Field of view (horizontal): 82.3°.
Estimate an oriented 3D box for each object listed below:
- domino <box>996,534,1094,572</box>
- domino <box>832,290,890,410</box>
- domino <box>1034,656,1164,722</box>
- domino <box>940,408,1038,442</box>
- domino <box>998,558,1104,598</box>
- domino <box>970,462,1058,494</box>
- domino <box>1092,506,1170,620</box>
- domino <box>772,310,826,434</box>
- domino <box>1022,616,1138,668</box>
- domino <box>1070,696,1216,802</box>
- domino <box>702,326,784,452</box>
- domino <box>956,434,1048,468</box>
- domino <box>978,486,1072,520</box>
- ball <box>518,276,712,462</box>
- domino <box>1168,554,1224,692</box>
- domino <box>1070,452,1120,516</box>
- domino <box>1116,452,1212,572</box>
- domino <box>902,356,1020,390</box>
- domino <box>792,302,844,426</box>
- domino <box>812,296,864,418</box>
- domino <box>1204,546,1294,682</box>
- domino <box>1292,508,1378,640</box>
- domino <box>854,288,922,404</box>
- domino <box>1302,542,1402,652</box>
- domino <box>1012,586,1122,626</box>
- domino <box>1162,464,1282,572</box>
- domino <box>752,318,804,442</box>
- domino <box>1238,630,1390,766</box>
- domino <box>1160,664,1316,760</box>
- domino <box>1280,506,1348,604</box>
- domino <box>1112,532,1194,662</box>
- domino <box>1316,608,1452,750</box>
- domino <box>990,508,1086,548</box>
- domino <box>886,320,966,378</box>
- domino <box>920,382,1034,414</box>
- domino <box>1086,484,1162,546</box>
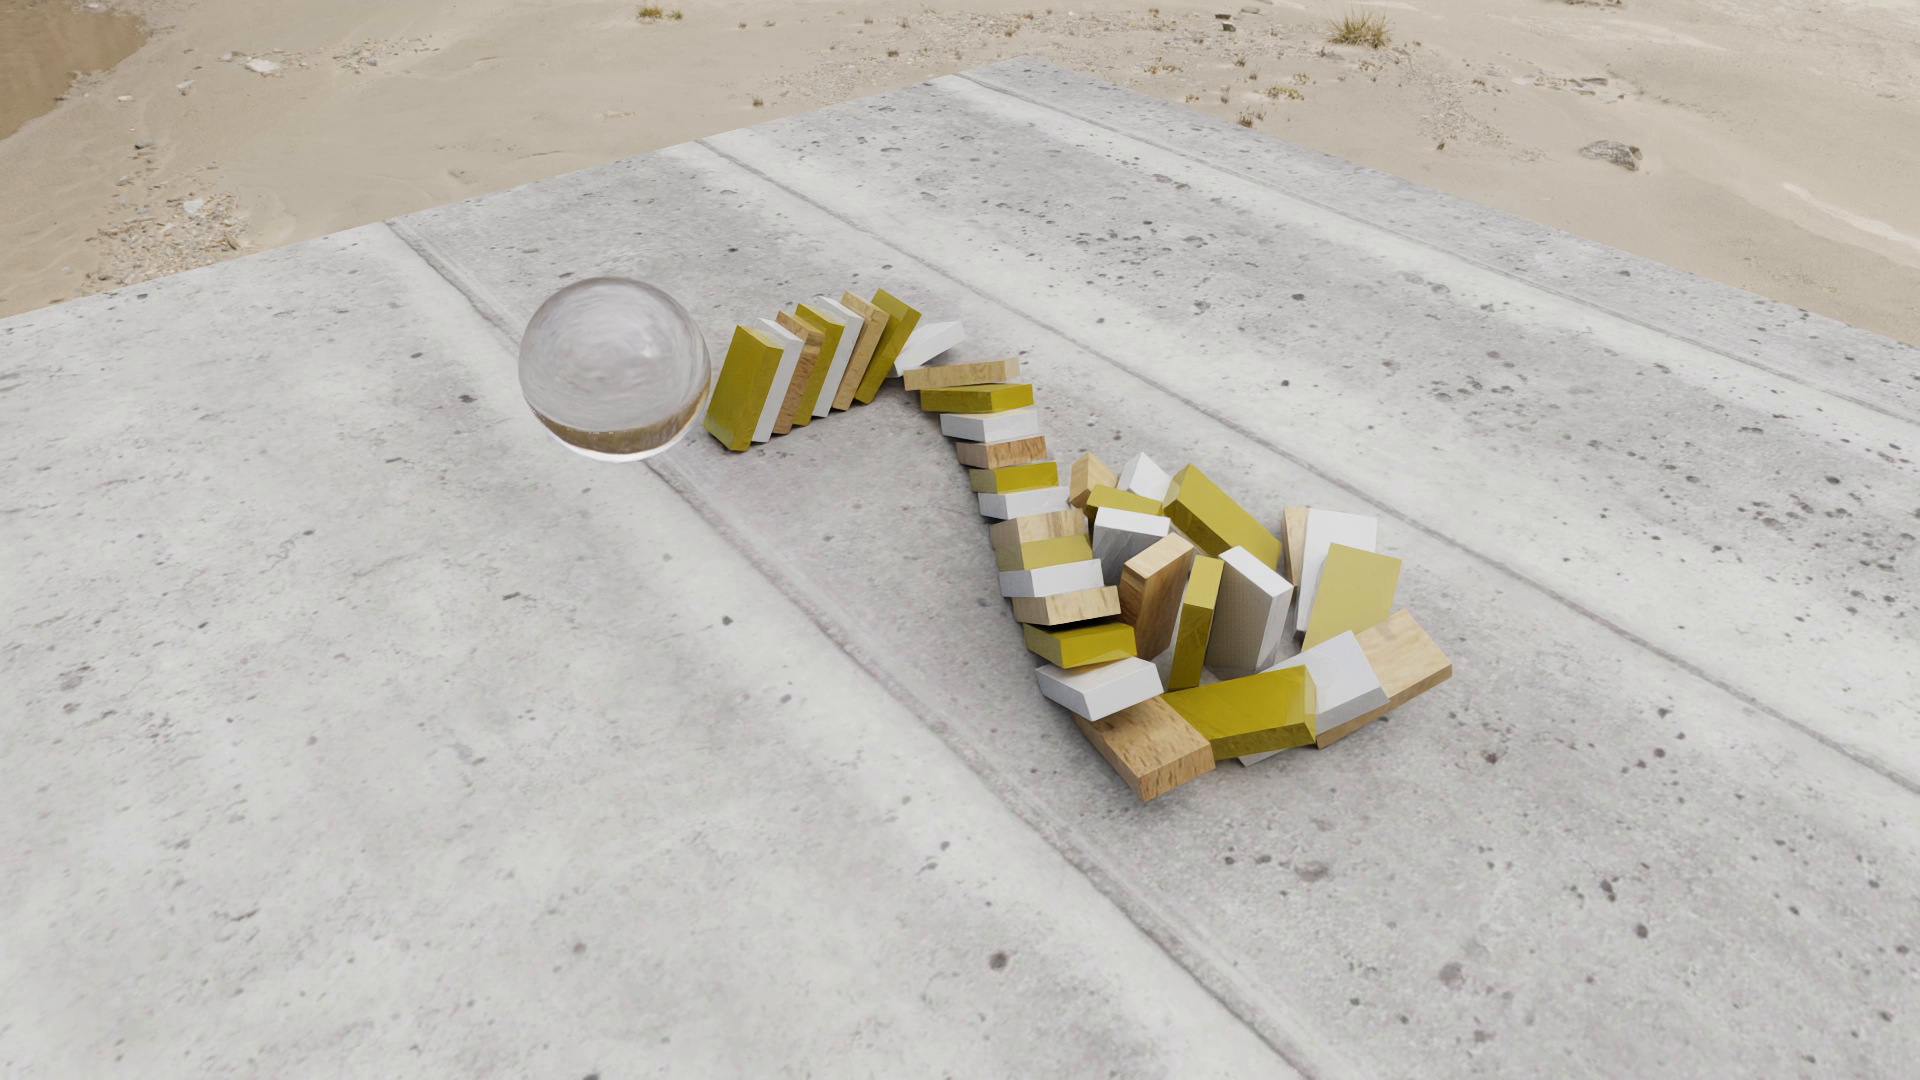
[{"bbox_3d":[0.030,0.005,0.411,0.025,0.010,0.050,-9,-1,-9],"label":"domino"},{"bbox_3d":[-0.054,-0.090,0.524,0.009,0.050,0.025,8,24,-48],"label":"domino"},{"bbox_3d":[0.045,0.046,0.363,0.025,0.010,0.050,-20,6,-12],"label":"domino"},{"bbox_3d":[0.012,-0.052,0.488,0.025,0.009,0.050,-12,13,-20],"label":"domino"},{"bbox_3d":[0.032,0.014,0.402,0.025,0.009,0.050,-9,-1,-11],"label":"domino"},{"bbox_3d":[0.021,-0.026,0.454,0.025,0.010,0.050,-9,6,-10],"label":"domino"},{"bbox_3d":[0.060,0.011,0.397,0.025,0.050,0.009,10,47,12],"label":"domino"},{"bbox_3d":[-0.081,-0.077,0.507,0.009,0.050,0.025,3,27,-48],"label":"domino"},{"bbox_3d":[0.040,0.034,0.380,0.025,0.009,0.050,-9,4,-10],"label":"domino"},{"bbox_3d":[0.057,0.062,0.353,0.025,0.009,0.050,-22,26,-12],"label":"domino"},{"bbox_3d":[-0.098,-0.068,0.496,0.009,0.050,0.025,3,27,-48],"label":"domino"},{"bbox_3d":[0.017,-0.039,0.471,0.025,0.009,0.050,-11,9,-13],"label":"domino"},{"bbox_3d":[0.025,-0.016,0.441,0.025,0.009,0.050,-9,5,-10],"label":"domino"},{"bbox_3d":[-0.149,-0.074,0.478,0.080,0.080,0.080,0,39,0],"label":"ball"},{"bbox_3d":[0.079,0.033,0.372,0.009,0.050,0.025,12,41,14],"label":"domino"},{"bbox_3d":[0.064,-0.010,0.431,0.050,0.009,0.025,38,34,-20],"label":"domino"},{"bbox_3d":[0.083,-0.009,0.431,0.050,0.010,0.025,41,41,-13],"label":"domino"},{"bbox_3d":[0.001,-0.080,0.524,0.050,0.010,0.025,-3,14,19],"label":"domino"},{"bbox_3d":[-0.073,-0.082,0.513,0.009,0.050,0.025,3,27,-48],"label":"domino"},{"bbox_3d":[-0.065,-0.086,0.518,0.010,0.050,0.025,3,27,-48],"label":"domino"},{"bbox_3d":[0.097,0.029,0.376,0.009,0.050,0.025,-22,44,-25],"label":"domino"},{"bbox_3d":[0.140,0.014,0.410,0.025,0.009,0.050,9,66,11],"label":"domino"},{"bbox_3d":[-0.041,-0.093,0.530,0.025,0.050,0.009,39,12,37],"label":"domino"},{"bbox_3d":[0.138,0.028,0.391,0.025,0.009,0.050,15,70,18],"label":"domino"},{"bbox_3d":[0.037,0.023,0.391,0.025,0.010,0.050,-9,-1,-11],"label":"domino"},{"bbox_3d":[0.102,-0.005,0.428,0.050,0.010,0.025,40,43,-8],"label":"domino"},{"bbox_3d":[-0.090,-0.073,0.502,0.009,0.050,0.025,3,27,-48],"label":"domino"},{"bbox_3d":[0.111,0.052,0.360,0.050,0.009,0.025,-29,38,16],"label":"domino"},{"bbox_3d":[0.088,0.057,0.354,0.050,0.010,0.025,-17,31,29],"label":"domino"},{"bbox_3d":[0.142,0.006,0.436,0.025,0.009,0.050,6,40,7],"label":"domino"},{"bbox_3d":[0.065,0.023,0.382,0.025,0.050,0.009,-29,51,-31],"label":"domino"},{"bbox_3d":[0.135,0.046,0.369,0.050,0.009,0.025,-30,50,2],"label":"domino"},{"bbox_3d":[0.029,-0.004,0.424,0.025,0.010,0.050,-9,-1,-10],"label":"domino"},{"bbox_3d":[-0.023,-0.096,0.553,0.025,0.010,0.050,6,33,45],"label":"domino"},{"bbox_3d":[0.007,-0.066,0.505,0.025,0.010,0.050,-17,17,-37],"label":"domino"},{"bbox_3d":[0.062,0.000,0.411,0.025,0.050,0.009,17,62,20],"label":"domino"}]
